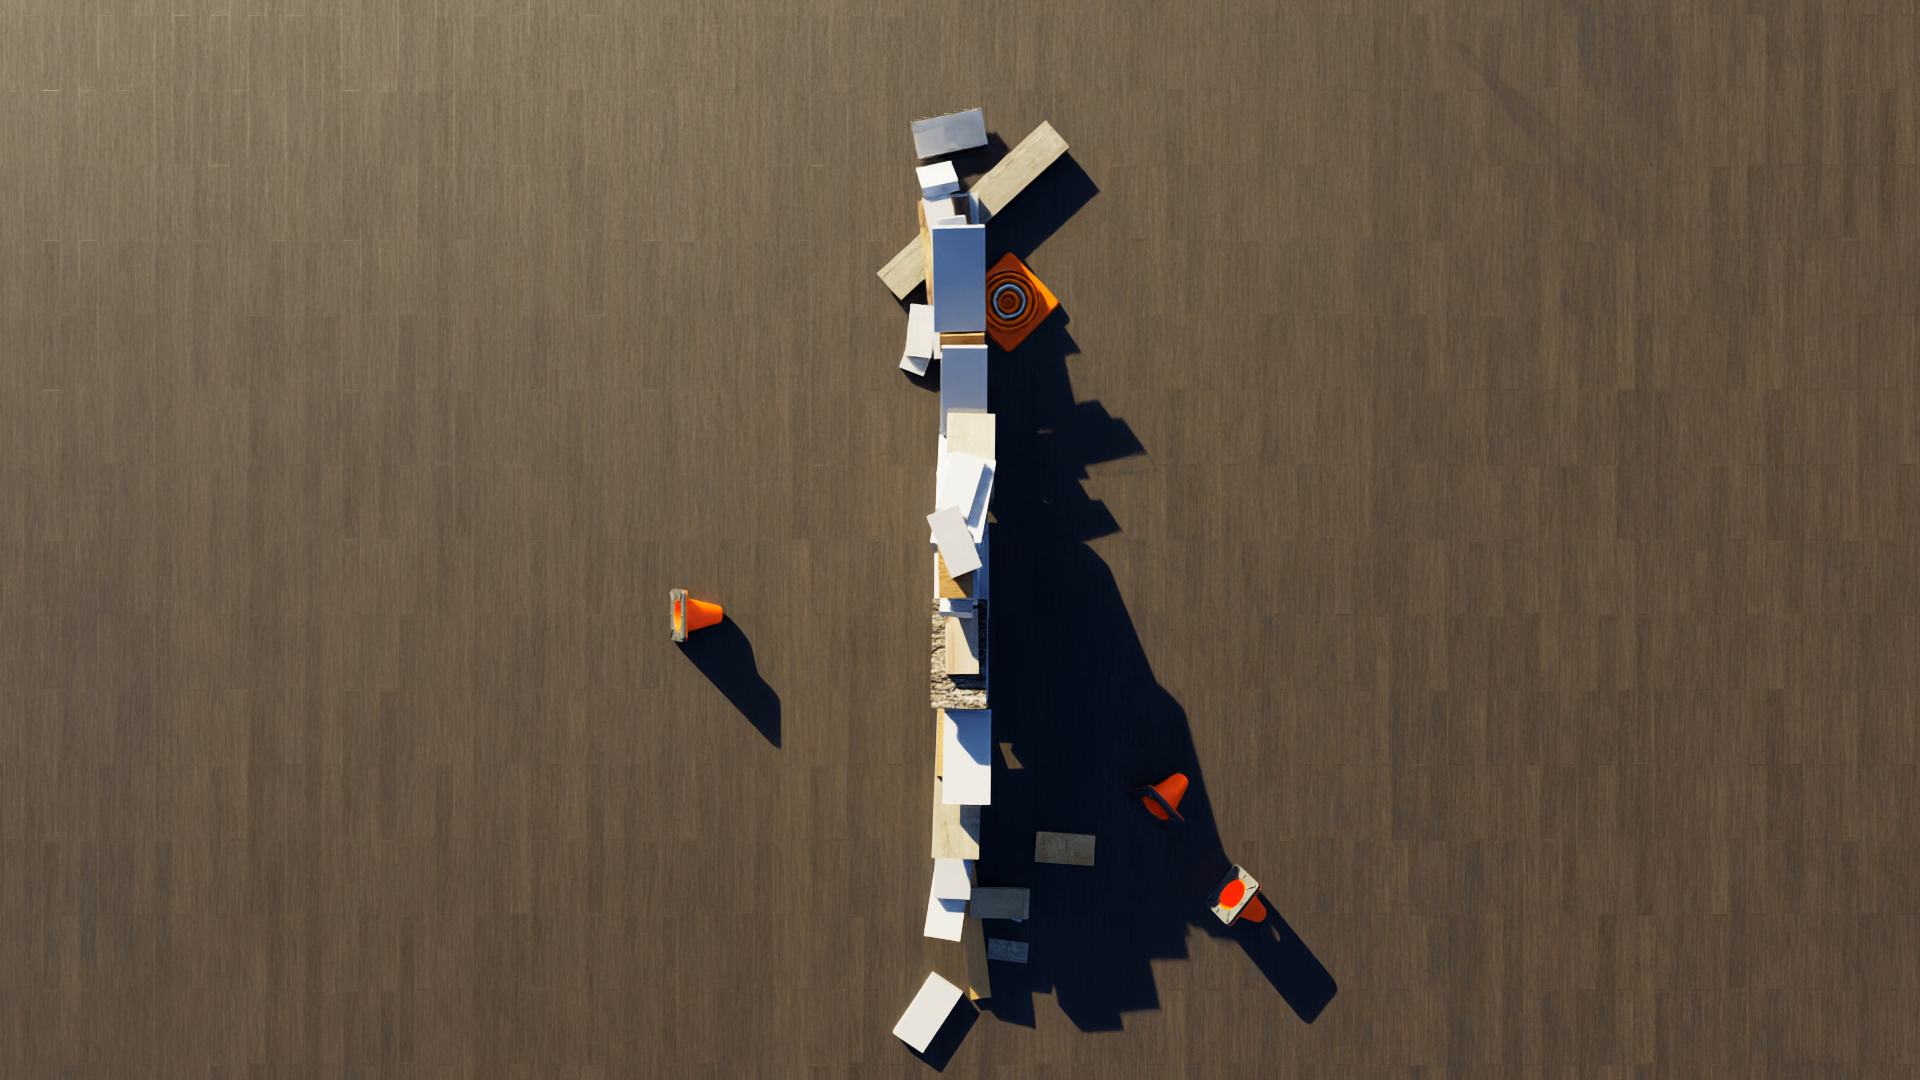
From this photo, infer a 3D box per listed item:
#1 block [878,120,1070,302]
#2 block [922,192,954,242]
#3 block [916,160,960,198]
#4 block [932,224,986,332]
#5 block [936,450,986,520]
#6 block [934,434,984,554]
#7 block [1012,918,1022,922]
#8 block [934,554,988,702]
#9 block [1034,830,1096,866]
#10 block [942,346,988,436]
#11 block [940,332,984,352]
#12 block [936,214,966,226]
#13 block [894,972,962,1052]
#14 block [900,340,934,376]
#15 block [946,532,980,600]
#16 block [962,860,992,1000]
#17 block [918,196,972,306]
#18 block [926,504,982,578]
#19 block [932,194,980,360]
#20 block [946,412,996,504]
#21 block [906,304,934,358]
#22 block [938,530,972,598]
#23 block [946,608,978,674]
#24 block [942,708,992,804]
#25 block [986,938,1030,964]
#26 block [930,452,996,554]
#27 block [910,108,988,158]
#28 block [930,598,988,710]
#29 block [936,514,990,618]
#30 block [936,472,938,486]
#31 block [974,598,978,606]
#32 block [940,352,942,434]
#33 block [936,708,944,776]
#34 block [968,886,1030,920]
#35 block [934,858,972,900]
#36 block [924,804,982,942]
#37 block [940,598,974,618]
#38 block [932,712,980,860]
[{"bbox_3d":[0.043,-1.089,5.459,0.753,0.033,0.118,-42,90,0],"label":"block"},{"bbox_3d":[-0.058,-1.017,5.309,0.091,0.026,0.183,-12,90,0],"label":"block"},{"bbox_3d":[-0.073,-1.179,5.389,0.118,0.236,0.033,-12,119,0],"label":"block"},{"bbox_3d":[-0.003,-0.835,5.279,0.167,0.047,0.334,-2,110,-3],"label":"block"},{"bbox_3d":[0.003,-0.170,5.110,0.101,0.029,0.202,15,69,4],"label":"block"},{"bbox_3d":[0.002,-0.147,5.248,0.153,0.043,0.444,2,54,0],"label":"block"},{"bbox_3d":[0.153,1.217,5.491,0.133,0.019,0.067,22,90,0],"label":"block"},{"bbox_3d":[0.003,0.266,5.284,0.171,0.049,0.499,0,71,-1],"label":"block"},{"bbox_3d":[0.349,1.025,5.486,0.196,0.028,0.098,4,90,0],"label":"block"},{"bbox_3d":[0.015,-0.482,5.319,0.145,0.041,0.290,0,109,0],"label":"block"},{"bbox_3d":[0.009,-0.548,5.403,0.145,0.041,0.290,-1,123,0],"label":"block"},{"bbox_3d":[-0.017,-0.941,5.278,0.091,0.026,0.183,-8,110,-1],"label":"block"},{"bbox_3d":[-0.107,1.570,5.483,0.118,0.034,0.237,34,90,0],"label":"block"},{"bbox_3d":[-0.131,-0.639,5.488,0.086,0.024,0.171,21,90,0],"label":"block"},{"bbox_3d":[0.001,0.082,5.042,0.100,0.028,0.200,-5,95,4],"label":"block"},{"bbox_3d":[0.040,1.273,5.474,0.067,0.019,0.504,-7,94,0],"label":"block"},{"bbox_3d":[-0.038,-0.941,5.371,0.167,0.047,0.334,-6,90,0],"label":"block"},{"bbox_3d":[-0.016,0.003,4.978,0.101,0.029,0.202,-21,94,5],"label":"block"},{"bbox_3d":[-0.013,-0.864,5.420,0.167,0.047,0.535,-3,90,0],"label":"block"},{"bbox_3d":[0.033,-0.260,5.244,0.153,0.043,0.305,2,64,-1],"label":"block"},{"bbox_3d":[-0.130,-0.692,5.464,0.086,0.024,0.171,6,90,0],"label":"block"},{"bbox_3d":[-0.015,0.075,5.014,0.101,0.029,0.202,-1,96,4],"label":"block"},{"bbox_3d":[0.006,0.316,5.143,0.101,0.029,0.203,0,82,-1],"label":"block"},{"bbox_3d":[0.021,0.688,5.233,0.149,0.042,0.299,1,80,-2],"label":"block"},{"bbox_3d":[0.160,1.366,5.491,0.133,0.019,0.067,7,90,0],"label":"block"},{"bbox_3d":[0.011,-0.113,5.127,0.153,0.043,0.305,10,69,2],"label":"block"},{"bbox_3d":[-0.035,-1.348,5.469,0.236,0.033,0.118,-12,105,0],"label":"block"},{"bbox_3d":[-0.003,0.358,5.176,0.171,0.049,0.343,1,82,-1],"label":"block"},{"bbox_3d":[0.006,0.083,5.295,0.171,0.049,0.343,0,71,-1],"label":"block"},{"bbox_3d":[-0.014,-0.099,5.382,0.126,0.036,0.251,0,109,0],"label":"block"},{"bbox_3d":[0.004,0.112,5.174,0.101,0.029,0.203,0,54,-2],"label":"block"},{"bbox_3d":[0.007,-0.474,5.403,0.145,0.041,0.290,1,123,-1],"label":"block"},{"bbox_3d":[0.005,0.609,5.289,0.149,0.042,0.299,2,80,-2],"label":"block"},{"bbox_3d":[0.130,1.199,5.454,0.196,0.028,0.098,3,93,-7],"label":"block"},{"bbox_3d":[-0.021,1.046,5.363,0.118,0.034,0.237,3,94,2],"label":"block"},{"bbox_3d":[-0.022,1.072,5.422,0.118,0.034,0.469,9,80,3],"label":"block"},{"bbox_3d":[-0.005,0.147,5.114,0.101,0.029,0.202,4,54,1],"label":"block"},{"bbox_3d":[-0.007,0.775,5.302,0.149,0.042,0.489,3,79,-2],"label":"block"}]
